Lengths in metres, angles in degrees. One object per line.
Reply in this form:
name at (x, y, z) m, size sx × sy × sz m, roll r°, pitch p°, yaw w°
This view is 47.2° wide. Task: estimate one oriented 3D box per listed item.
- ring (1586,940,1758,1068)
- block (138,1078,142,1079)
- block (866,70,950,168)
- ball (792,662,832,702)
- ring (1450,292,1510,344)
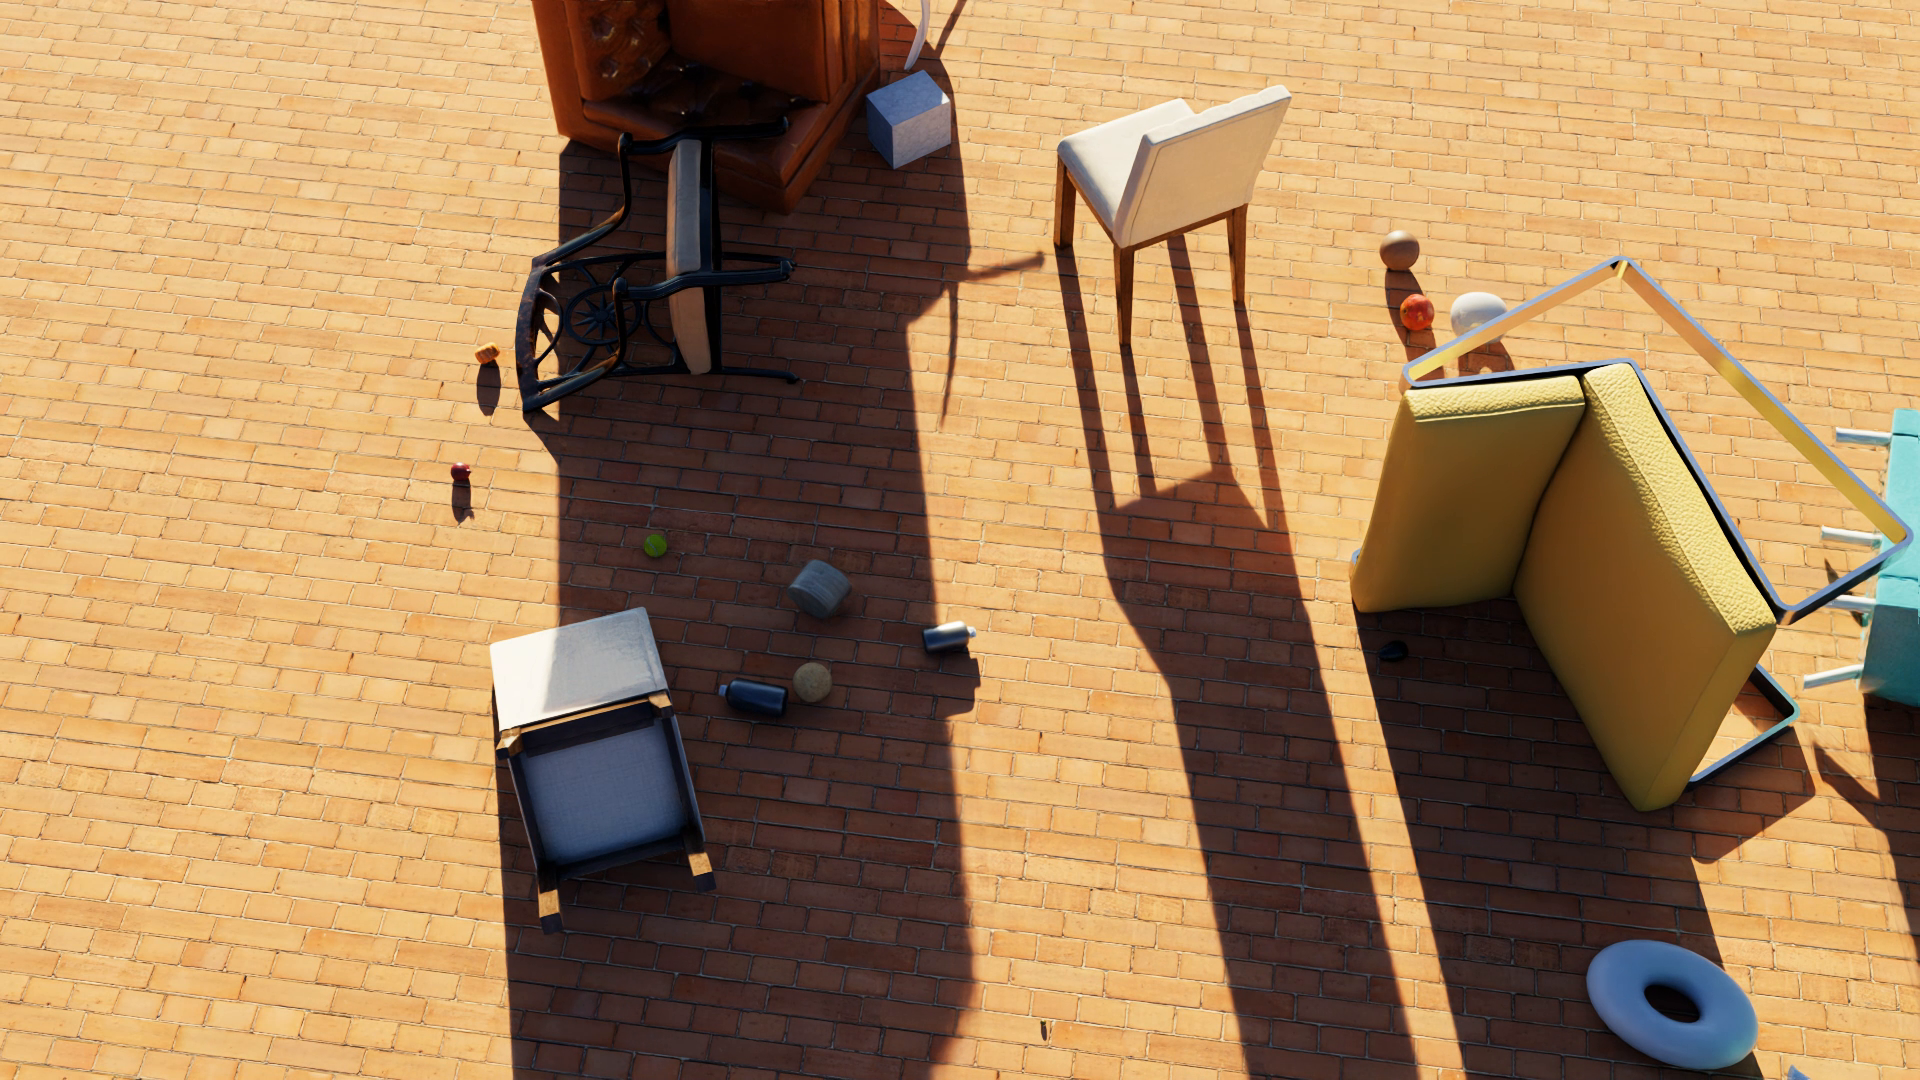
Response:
ring at (1.842, 1.201, 5.691) m, size 0.448 × 0.129 × 0.312 m, roll 24°, pitch 58°, yaw 14°
block at (-2.086, 1.414, 5.582) m, size 0.037 × 0.071 × 0.067 m, roll -9°, pitch 57°, yaw -6°
block at (-0.173, -1.415, 7.401) m, size 0.227 × 0.203 × 0.171 m, roll -28°, pitch 60°, yaw -17°
ball at (-0.418, 0.404, 6.235) m, size 0.113 × 0.113 × 0.113 m, roll 0°, pitch 56°, yaw 0°
ring at (1.644, -0.700, 6.956) m, size 0.190 × 0.155 × 0.128 m, roll 9°, pitch 67°, yaw -13°
